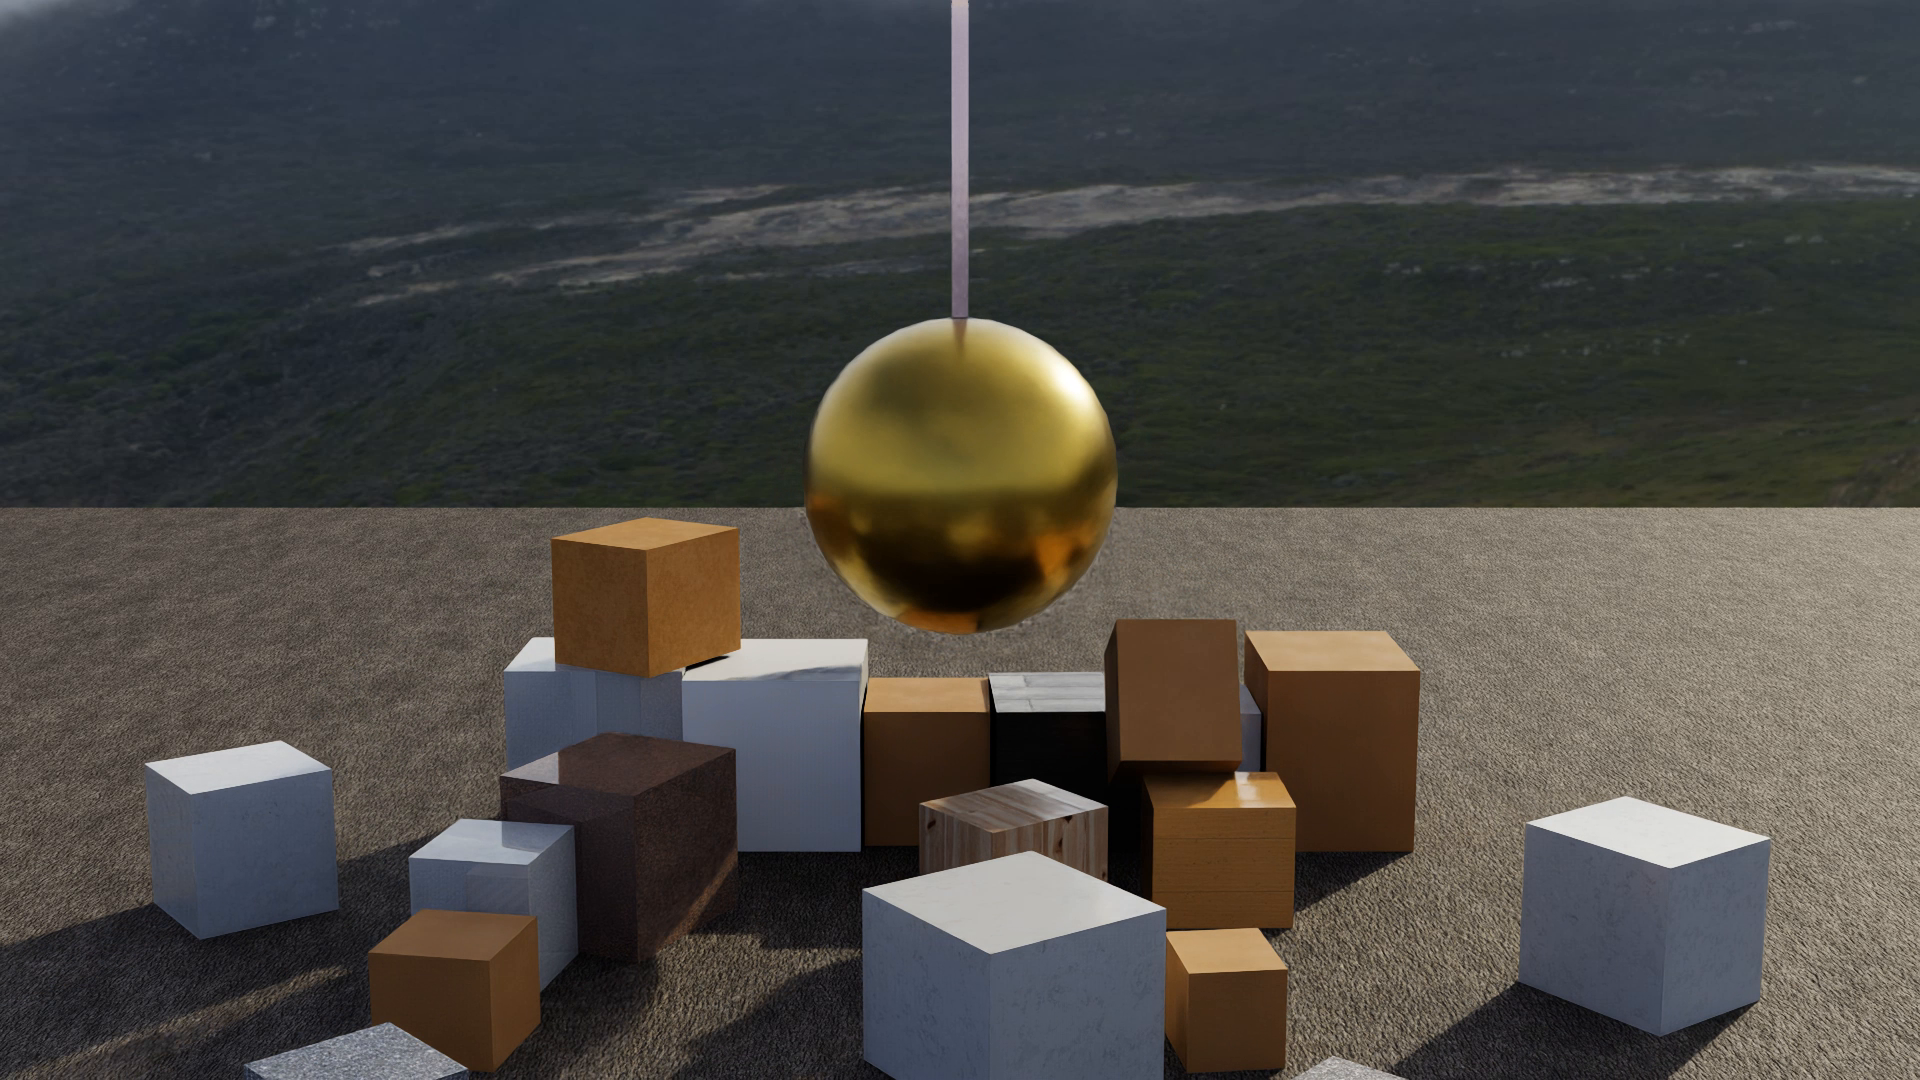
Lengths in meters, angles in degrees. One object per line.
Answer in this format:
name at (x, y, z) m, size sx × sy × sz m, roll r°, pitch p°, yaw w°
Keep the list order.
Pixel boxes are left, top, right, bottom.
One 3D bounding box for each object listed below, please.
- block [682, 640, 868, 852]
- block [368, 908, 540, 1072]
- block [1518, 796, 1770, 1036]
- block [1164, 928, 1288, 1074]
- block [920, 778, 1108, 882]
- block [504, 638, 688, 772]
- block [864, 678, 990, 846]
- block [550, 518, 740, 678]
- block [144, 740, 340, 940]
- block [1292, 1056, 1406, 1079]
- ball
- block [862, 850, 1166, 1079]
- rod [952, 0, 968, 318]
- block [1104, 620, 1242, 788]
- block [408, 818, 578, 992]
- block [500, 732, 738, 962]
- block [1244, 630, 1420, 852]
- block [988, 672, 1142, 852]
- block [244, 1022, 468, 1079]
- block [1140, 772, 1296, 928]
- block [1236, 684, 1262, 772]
block at (-0.932, 1.044, 11.370) m, size 0.876 × 0.879 × 0.917 m, roll 0°, pitch 10°, yaw 0°
block at (-1.976, 1.760, 8.633) m, size 0.489 × 0.448 × 0.493 m, roll 2°, pitch 10°, yaw 10°
block at (2.835, 1.542, 9.136) m, size 0.653 × 0.698 × 0.719 m, roll -7°, pitch 13°, yaw -35°
block at (1.028, 1.792, 8.587) m, size 0.383 × 0.401 × 0.448 m, roll -1°, pitch 10°, yaw -7°
block at (0.234, 1.473, 9.684) m, size 0.638 × 0.638 × 0.529 m, roll -8°, pitch 13°, yaw -36°
block at (-1.820, 1.031, 11.355) m, size 0.887 × 0.909 × 0.751 m, roll 0°, pitch 10°, yaw 0°
block at (-0.165, 1.136, 11.378) m, size 0.631 × 0.695 × 0.712 m, roll 0°, pitch 10°, yaw 0°
block at (-1.588, 0.278, 11.178) m, size 0.613 × 0.637 × 0.736 m, roll 6°, pitch 12°, yaw 31°
block at (-3.318, 1.369, 10.158) m, size 0.646 × 0.671 × 0.619 m, roll -8°, pitch 13°, yaw -37°
block at (1.147, 2.041, 6.374) m, size 0.680 × 0.704 × 0.796 m, roll 9°, pitch 14°, yaw 41°
ball at (0.000, -0.323, 11.105) m, size 1.600 × 1.600 × 1.600 m, roll 0°, pitch 10°, yaw 0°
block at (0.198, 1.690, 8.344) m, size 0.810 × 0.689 × 0.832 m, roll -7°, pitch 13°, yaw -35°
rod at (0.000, -3.670, 10.506) m, size 0.080 × 5.200 × 0.080 m, roll 0°, pitch 10°, yaw 0°
block at (1.009, 0.792, 10.534) m, size 0.563 × 0.676 × 0.653 m, roll 0°, pitch -17°, yaw -2°
block at (-1.973, 1.560, 9.348) m, size 0.520 × 0.585 × 0.535 m, roll 2°, pitch 10°, yaw 11°
block at (-1.529, 1.366, 9.957) m, size 0.707 × 0.749 × 0.822 m, roll 5°, pitch 11°, yaw 25°
block at (1.893, 1.021, 11.350) m, size 0.747 × 0.930 × 0.887 m, roll 0°, pitch 10°, yaw 0°
block at (0.539, 1.131, 11.314) m, size 0.748 × 0.726 × 0.821 m, roll 0°, pitch 10°, yaw -2°
block at (-1.953, 1.975, 7.158) m, size 0.517 × 0.553 × 0.523 m, roll -9°, pitch 14°, yaw -42°
block at (1.179, 1.424, 10.149) m, size 0.639 × 0.566 × 0.564 m, roll 0°, pitch 10°, yaw -1°
block at (1.215, 1.148, 11.368) m, size 0.588 × 0.673 × 0.604 m, roll 0°, pitch 10°, yaw 0°
